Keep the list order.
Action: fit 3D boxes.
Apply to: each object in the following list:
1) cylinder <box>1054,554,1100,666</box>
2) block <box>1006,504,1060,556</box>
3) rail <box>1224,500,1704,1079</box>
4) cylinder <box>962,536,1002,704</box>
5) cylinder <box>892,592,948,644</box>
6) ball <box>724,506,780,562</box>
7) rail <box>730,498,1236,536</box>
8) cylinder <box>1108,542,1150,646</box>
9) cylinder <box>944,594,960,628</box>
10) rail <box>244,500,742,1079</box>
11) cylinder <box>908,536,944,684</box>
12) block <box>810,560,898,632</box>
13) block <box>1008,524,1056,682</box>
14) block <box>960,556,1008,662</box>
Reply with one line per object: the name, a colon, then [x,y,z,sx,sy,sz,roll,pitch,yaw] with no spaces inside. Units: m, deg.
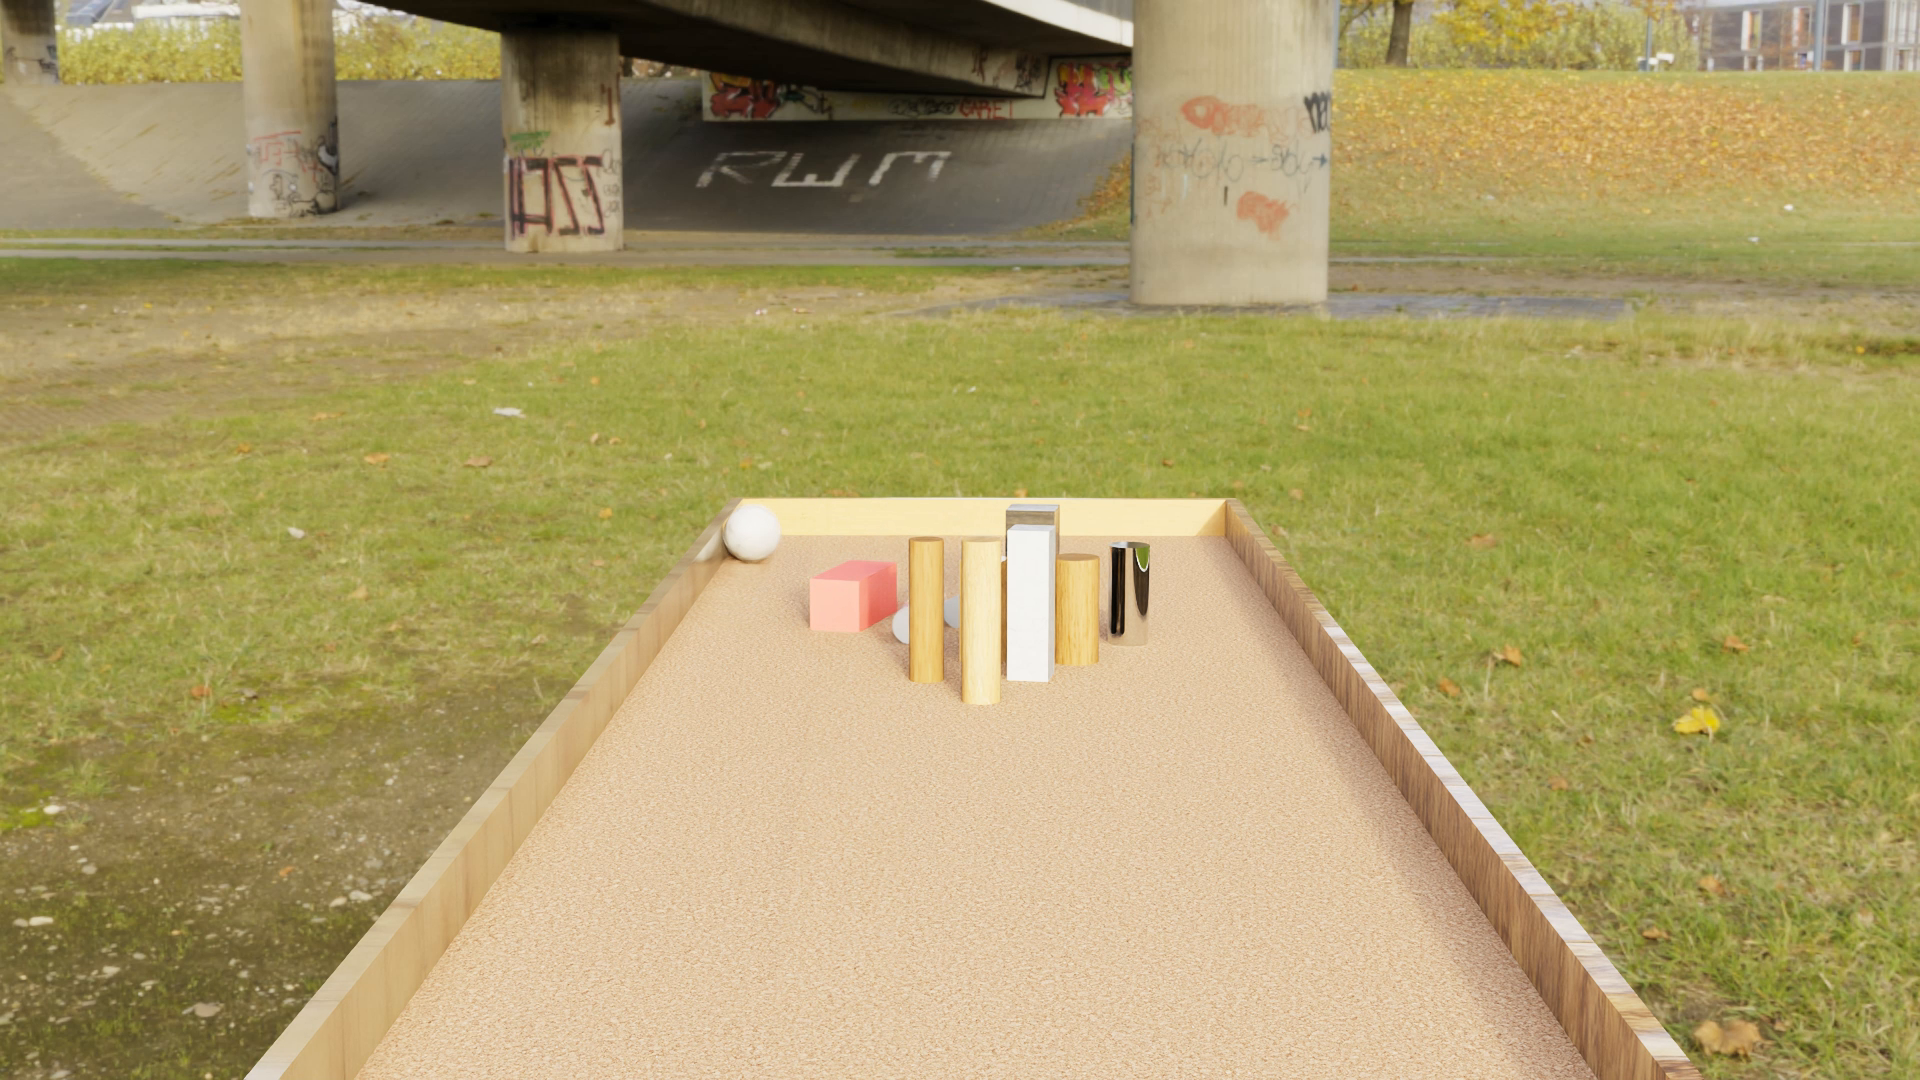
cylinder: [0.350,0.209,6.669,0.145,0.319,0.145,0,9,0]
block: [0.228,0.112,6.911,0.153,0.435,0.153,1,9,9]
rail: [1.046,0.843,3.208,0.050,0.150,12.000,0,9,1]
cylinder: [0.059,0.224,6.137,0.111,0.457,0.111,0,9,0]
cylinder: [-0.127,0.238,7.123,0.122,0.122,0.407,1,9,7]
ball: [-0.802,-0.024,8.464,0.217,0.217,0.217,0,9,0]
rail: [0.099,-0.098,9.147,2.100,0.150,0.050,0,9,1]
cylinder: [0.532,0.169,6.941,0.130,0.313,0.130,0,9,0]
cylinder: [0.060,0.209,7.356,0.104,0.104,0.381,3,10,20]
rail: [-1.004,0.839,3.234,0.050,0.150,12.000,0,9,1]
cylinder: [-0.098,0.203,6.404,0.102,0.415,0.102,0,9,0]
block: [-0.351,0.184,7.310,0.169,0.169,0.385,3,9,17]
block: [0.209,0.184,6.438,0.120,0.442,0.120,2,9,11]
block: [0.080,0.210,6.696,0.125,0.310,0.125,4,10,23]
